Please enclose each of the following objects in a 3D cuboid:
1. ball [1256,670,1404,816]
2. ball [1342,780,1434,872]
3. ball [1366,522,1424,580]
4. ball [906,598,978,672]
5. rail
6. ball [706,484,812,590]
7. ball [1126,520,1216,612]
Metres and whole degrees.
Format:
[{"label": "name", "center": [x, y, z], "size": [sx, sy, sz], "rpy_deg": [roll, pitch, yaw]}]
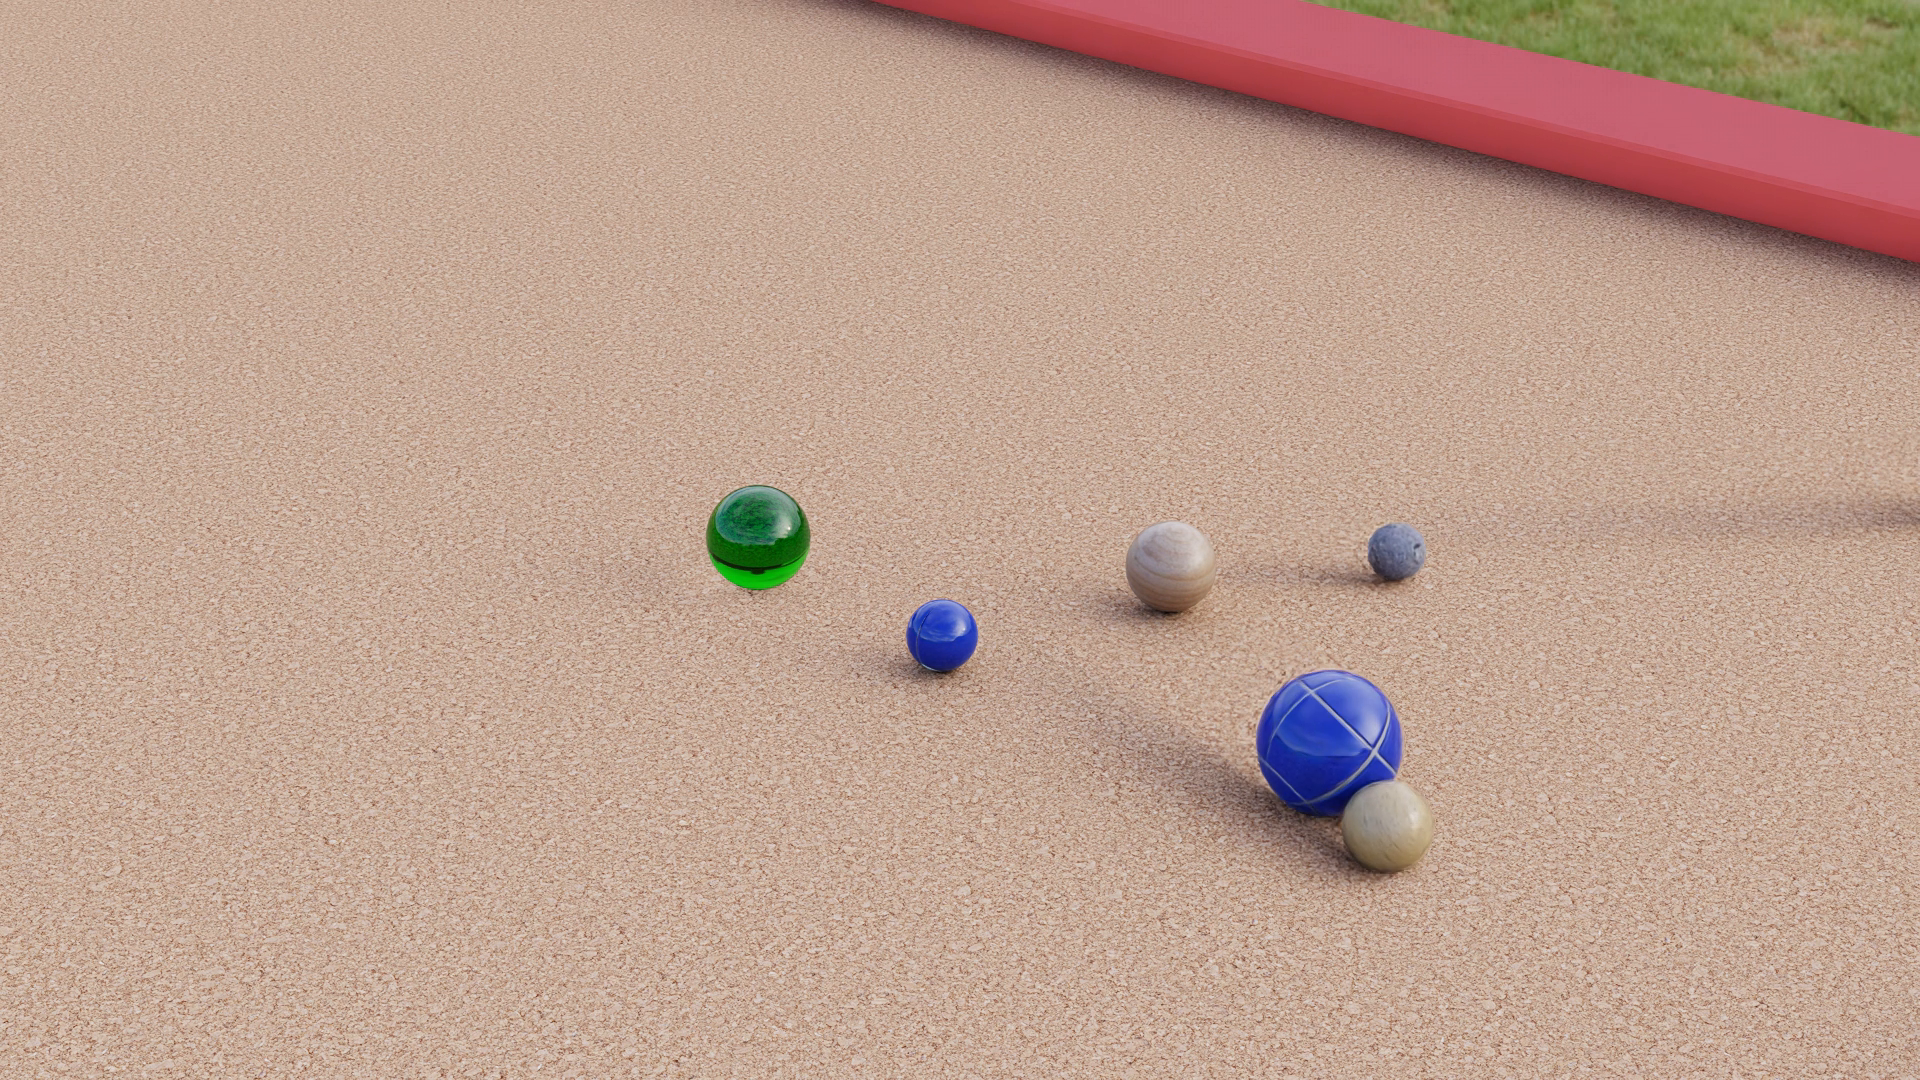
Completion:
[{"label": "ball", "center": [0.244, 0.134, 1.939], "size": [0.097, 0.097, 0.097], "rpy_deg": [0, 24, 0]}, {"label": "ball", "center": [0.273, 0.182, 1.878], "size": [0.058, 0.058, 0.058], "rpy_deg": [0, 24, 0]}, {"label": "ball", "center": [0.338, 0.009, 2.281], "size": [0.045, 0.045, 0.045], "rpy_deg": [0, 24, 0]}, {"label": "ball", "center": [-0.013, 0.069, 2.136], "size": [0.053, 0.053, 0.053], "rpy_deg": [0, 24, 0]}, {"label": "rail", "center": [0.077, -0.696, 3.753], "size": [0.045, 0.126, 4.426], "rpy_deg": [-22, 32, -40]}, {"label": "ball", "center": [-0.155, -0.002, 2.262], "size": [0.081, 0.081, 0.081], "rpy_deg": [0, 24, 0]}, {"label": "ball", "center": [0.160, 0.020, 2.226], "size": [0.069, 0.069, 0.069], "rpy_deg": [0, 24, 0]}]
